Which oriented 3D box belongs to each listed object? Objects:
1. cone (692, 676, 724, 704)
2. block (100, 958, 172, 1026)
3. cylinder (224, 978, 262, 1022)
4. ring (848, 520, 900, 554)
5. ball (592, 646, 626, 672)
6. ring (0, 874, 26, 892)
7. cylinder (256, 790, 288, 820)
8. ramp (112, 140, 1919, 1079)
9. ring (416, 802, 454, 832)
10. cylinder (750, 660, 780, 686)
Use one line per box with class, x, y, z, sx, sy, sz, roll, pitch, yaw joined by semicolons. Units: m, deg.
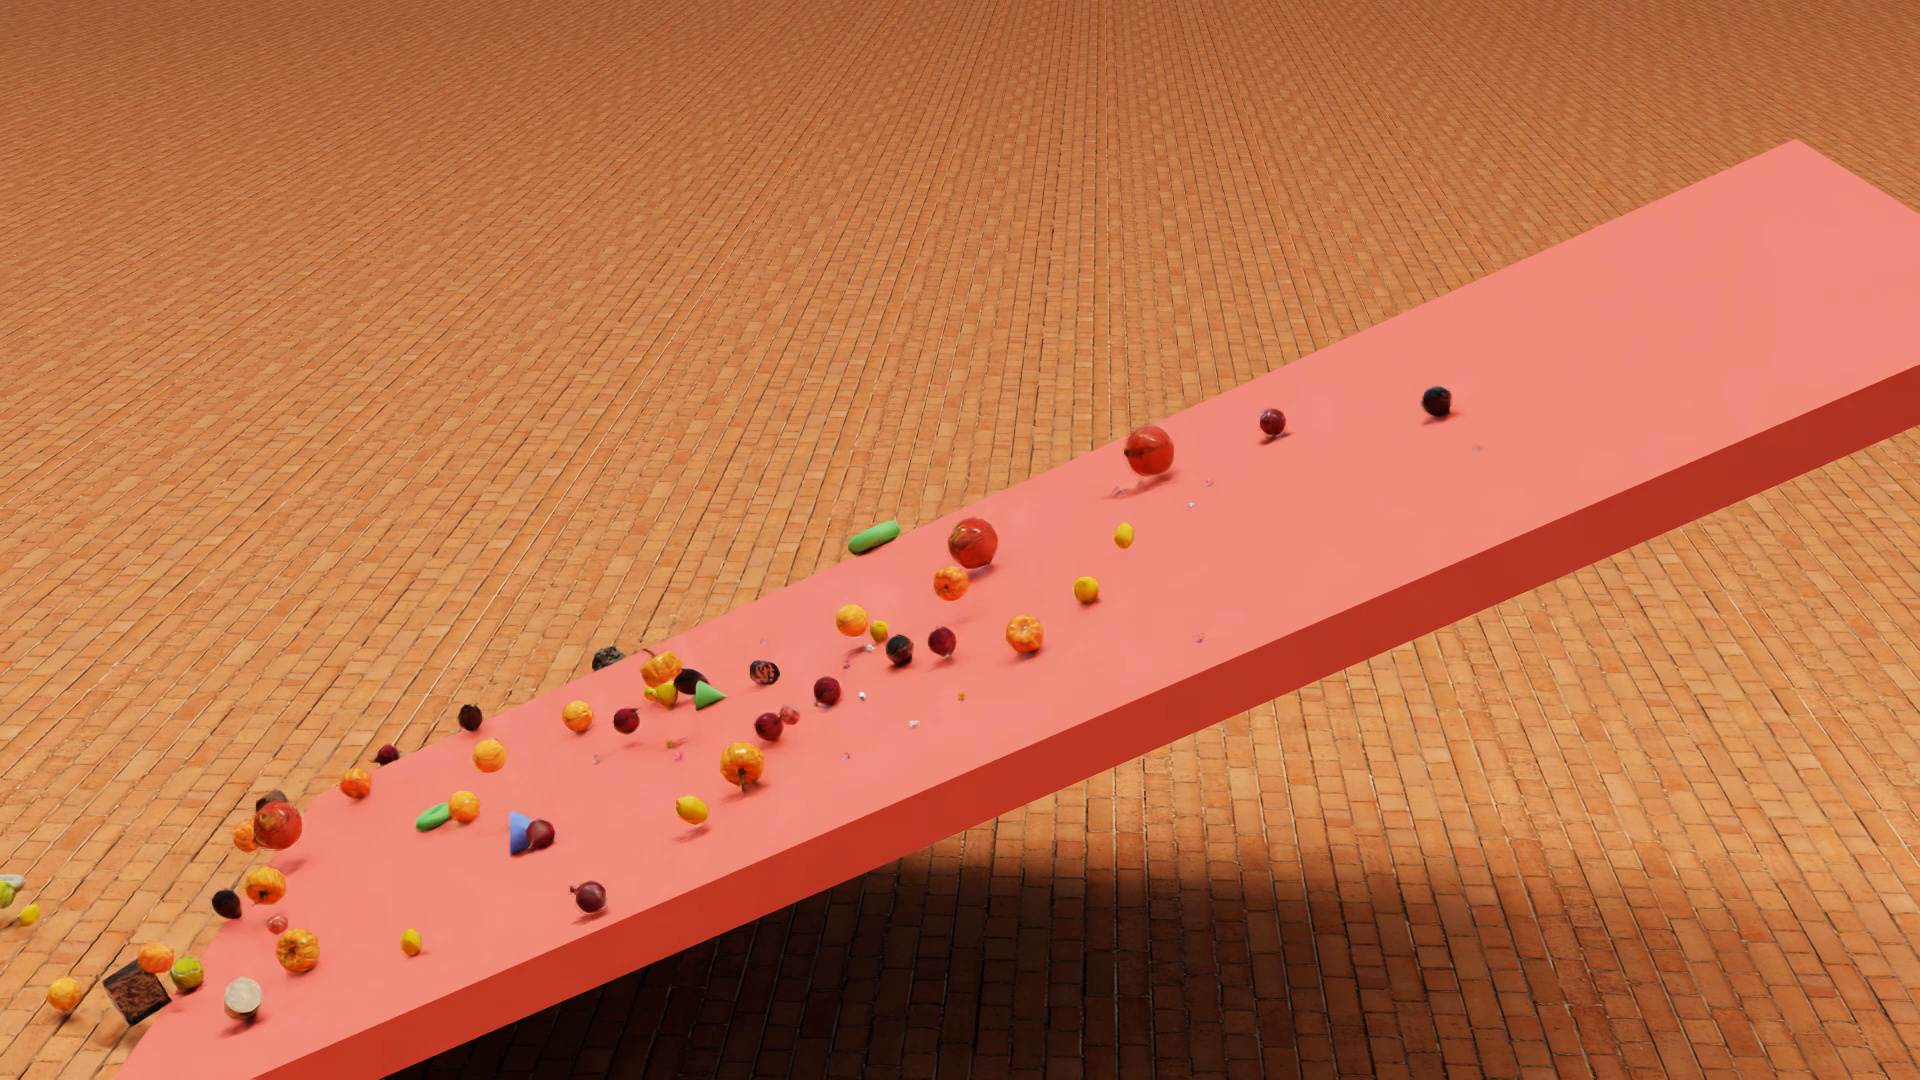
cone;-0.553;0.350;6.590;0.070;0.070;0.070;25;21;10
block;-1.774;0.973;6.334;0.099;0.099;0.099;-33;14;-21
cylinder;-1.439;0.922;5.898;0.072;0.072;0.072;-5;-21;-18
ring;-0.214;-0.007;7.323;0.140;0.047;0.140;-25;2;1
ball;-0.891;0.317;7.485;0.089;0.089;0.089;0;16;0
ring;-2.324;0.837;7.172;0.086;0.029;0.086;-1;12;0
cylinder;-1.789;0.688;7.643;0.060;0.060;0.060;6;22;20
ramp;0.135;0.169;6.282;4.000;0.100;2.000;-24;13;9
ring;-1.199;0.632;6.713;0.094;0.031;0.094;-26;13;7
cylinder;-0.435;0.294;6.535;0.052;0.052;0.052;-7;6;-24
